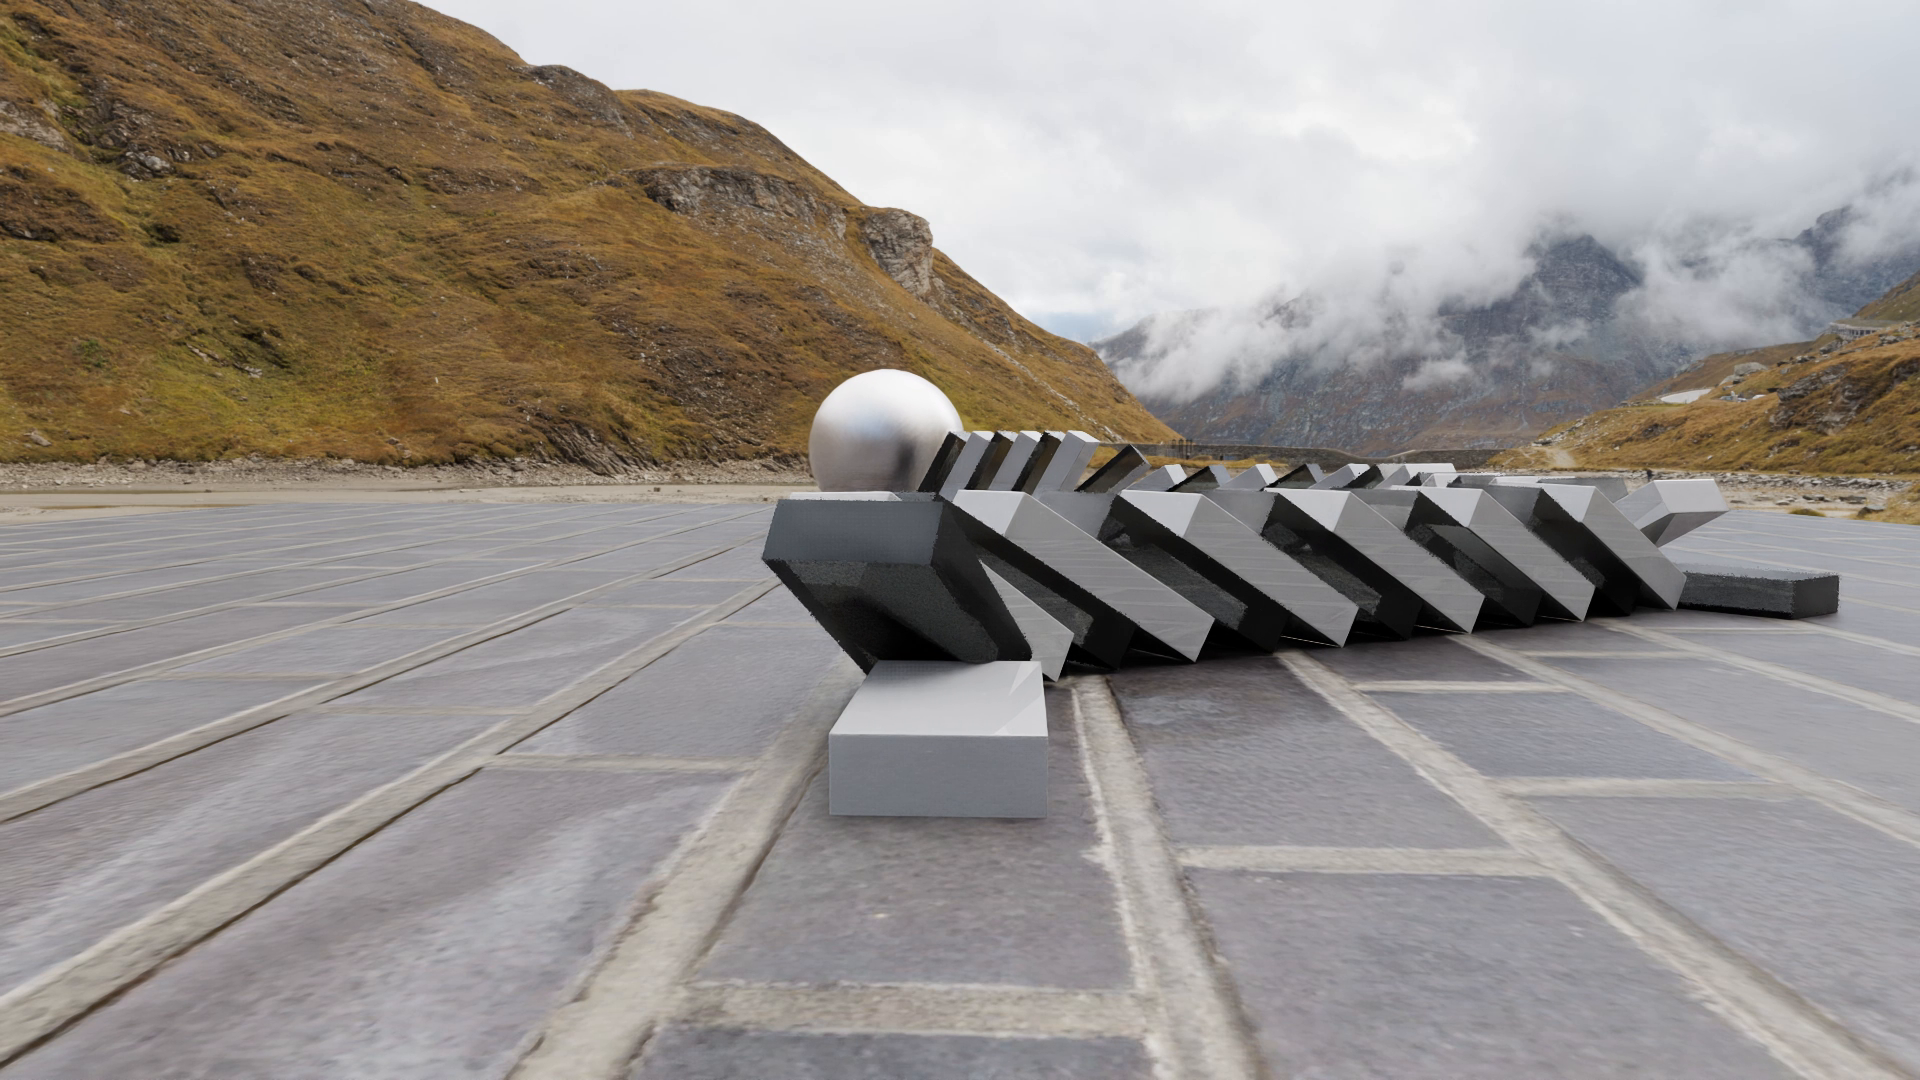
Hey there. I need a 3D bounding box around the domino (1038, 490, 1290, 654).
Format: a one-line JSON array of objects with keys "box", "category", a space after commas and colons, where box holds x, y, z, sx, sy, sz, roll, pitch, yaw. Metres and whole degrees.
[{"box": [0.040, 0.007, 0.259, 0.050, 0.010, 0.025, 31, -12, -27], "category": "domino"}]

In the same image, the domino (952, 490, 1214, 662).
[{"box": [0.023, 0.007, 0.249, 0.050, 0.010, 0.025, 32, -12, -26], "category": "domino"}]

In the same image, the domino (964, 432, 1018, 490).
[{"box": [0.012, -0.025, 0.578, 0.009, 0.050, 0.025, 33, 14, 15], "category": "domino"}]

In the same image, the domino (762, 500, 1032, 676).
[{"box": [-0.008, 0.011, 0.196, 0.025, 0.009, 0.050, 2, -28, 20], "category": "domino"}]

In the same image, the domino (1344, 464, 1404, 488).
[{"box": [0.149, -0.012, 0.490, 0.025, 0.009, 0.050, -3, -28, -40], "category": "domino"}]

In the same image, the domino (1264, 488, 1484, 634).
[{"box": [0.091, 0.005, 0.287, 0.050, 0.009, 0.025, 31, -12, -28], "category": "domino"}]

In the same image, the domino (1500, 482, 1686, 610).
[{"box": [0.160, 0.002, 0.326, 0.050, 0.010, 0.025, 31, -12, -31], "category": "domino"}]

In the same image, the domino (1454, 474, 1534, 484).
[{"box": [0.160, -0.005, 0.410, 0.025, 0.009, 0.050, -1, -25, -10], "category": "domino"}]

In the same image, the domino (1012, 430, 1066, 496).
[{"box": [0.033, -0.024, 0.571, 0.009, 0.050, 0.025, 33, 14, 15], "category": "domino"}]

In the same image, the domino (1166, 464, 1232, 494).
[{"box": [0.088, -0.015, 0.536, 0.050, 0.009, 0.025, -32, -10, 24], "category": "domino"}]

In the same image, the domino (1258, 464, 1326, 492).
[{"box": [0.123, -0.014, 0.520, 0.050, 0.009, 0.025, -33, -12, 24], "category": "domino"}]

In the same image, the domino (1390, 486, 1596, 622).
[{"box": [0.126, 0.003, 0.306, 0.050, 0.010, 0.025, 31, -12, -29], "category": "domino"}]

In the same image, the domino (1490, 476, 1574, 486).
[{"box": [0.163, -0.003, 0.391, 0.025, 0.010, 0.050, -1, -25, -10], "category": "domino"}]

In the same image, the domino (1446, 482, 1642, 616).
[{"box": [0.143, 0.002, 0.316, 0.050, 0.009, 0.025, 31, -12, -31], "category": "domino"}]

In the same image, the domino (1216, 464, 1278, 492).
[{"box": [0.105, -0.014, 0.528, 0.050, 0.009, 0.025, -33, -10, 24], "category": "domino"}]

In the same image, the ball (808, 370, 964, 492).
[{"box": [-0.037, -0.046, 0.651, 0.080, 0.080, 0.080, 0, 4, 0], "category": "ball"}]

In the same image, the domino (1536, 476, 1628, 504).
[{"box": [0.167, -0.002, 0.372, 0.025, 0.009, 0.050, -2, -25, -11], "category": "domino"}]

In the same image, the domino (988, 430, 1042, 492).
[{"box": [0.023, -0.025, 0.574, 0.009, 0.050, 0.025, 33, 14, 15], "category": "domino"}]

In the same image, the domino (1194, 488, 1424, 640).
[{"box": [0.074, 0.005, 0.278, 0.050, 0.009, 0.025, 31, -12, -28], "category": "domino"}]

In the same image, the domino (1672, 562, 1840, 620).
[{"box": [0.197, 0.013, 0.337, 0.025, 0.009, 0.050, -3, 5, -34], "category": "domino"}]

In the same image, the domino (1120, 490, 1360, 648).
[{"box": [0.057, 0.006, 0.268, 0.050, 0.010, 0.025, 31, -12, -28], "category": "domino"}]

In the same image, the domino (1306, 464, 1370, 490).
[{"box": [0.138, -0.013, 0.508, 0.050, 0.010, 0.025, -35, -16, 30], "category": "domino"}]

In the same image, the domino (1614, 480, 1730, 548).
[{"box": [0.180, 0.000, 0.353, 0.025, 0.009, 0.050, -2, -25, -27], "category": "domino"}]

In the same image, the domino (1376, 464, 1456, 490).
[{"box": [0.157, -0.011, 0.472, 0.025, 0.010, 0.050, -2, -28, -31], "category": "domino"}]

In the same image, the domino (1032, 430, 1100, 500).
[{"box": [0.043, -0.024, 0.565, 0.009, 0.050, 0.025, 33, 14, 15], "category": "domino"}]

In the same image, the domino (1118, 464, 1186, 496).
[{"box": [0.071, -0.015, 0.545, 0.050, 0.010, 0.025, -32, -9, 23], "category": "domino"}]

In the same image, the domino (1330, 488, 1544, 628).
[{"box": [0.109, 0.004, 0.297, 0.050, 0.009, 0.025, 31, -12, -29], "category": "domino"}]

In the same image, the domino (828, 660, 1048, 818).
[{"box": [-0.001, 0.025, 0.171, 0.025, 0.009, 0.050, 0, 4, 3], "category": "domino"}]

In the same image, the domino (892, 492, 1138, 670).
[{"box": [0.006, 0.008, 0.238, 0.050, 0.009, 0.025, 33, -14, -28], "category": "domino"}]

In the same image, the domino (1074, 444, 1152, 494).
[{"box": [0.060, -0.021, 0.558, 0.050, 0.010, 0.025, -40, -12, 11], "category": "domino"}]

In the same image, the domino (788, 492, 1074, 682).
[{"box": [-0.006, 0.009, 0.219, 0.025, 0.010, 0.050, 2, -28, 46], "category": "domino"}]

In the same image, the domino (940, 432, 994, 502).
[{"box": [0.002, -0.025, 0.582, 0.010, 0.050, 0.025, 33, 14, 15], "category": "domino"}]

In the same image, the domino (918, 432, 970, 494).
[{"box": [-0.008, -0.025, 0.586, 0.009, 0.050, 0.025, 33, 14, 15], "category": "domino"}]

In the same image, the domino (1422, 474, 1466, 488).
[{"box": [0.159, -0.006, 0.429, 0.025, 0.010, 0.050, -1, -25, -10], "category": "domino"}]

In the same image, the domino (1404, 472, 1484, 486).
[{"box": [0.160, -0.008, 0.450, 0.025, 0.009, 0.050, -1, -25, -15], "category": "domino"}]
